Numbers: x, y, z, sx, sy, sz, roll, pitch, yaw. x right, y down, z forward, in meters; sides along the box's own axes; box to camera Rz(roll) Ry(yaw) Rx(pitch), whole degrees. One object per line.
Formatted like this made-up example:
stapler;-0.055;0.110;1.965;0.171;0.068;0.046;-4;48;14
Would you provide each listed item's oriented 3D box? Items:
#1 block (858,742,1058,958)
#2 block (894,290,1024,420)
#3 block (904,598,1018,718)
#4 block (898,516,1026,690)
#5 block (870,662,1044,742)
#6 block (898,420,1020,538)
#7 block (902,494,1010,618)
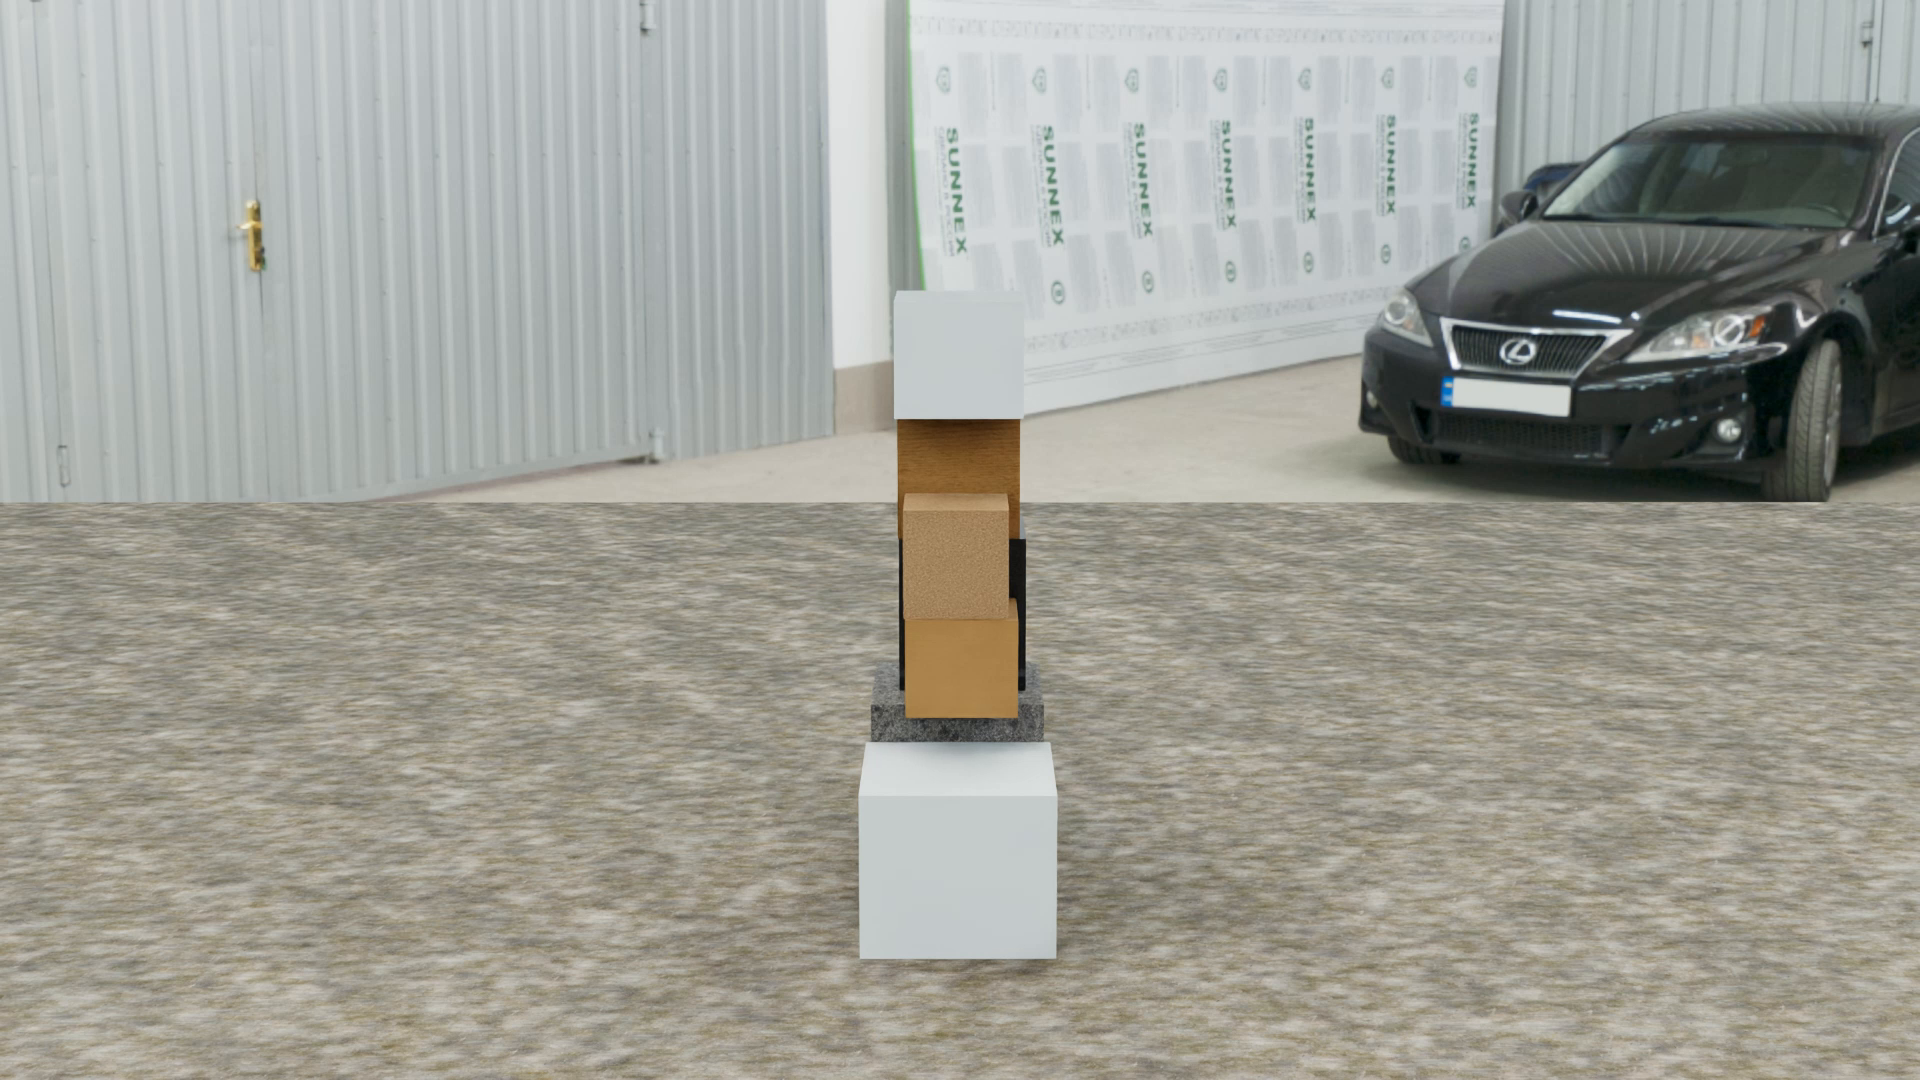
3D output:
block;-0.008;1.275;10.657;0.790;0.678;0.832;0;10;0
block;-0.004;-0.802;11.034;0.545;0.493;0.570;0;10;0
block;0.007;0.498;10.956;0.472;0.416;0.474;0;10;0
block;0.011;0.273;11.476;0.552;0.674;0.609;0;10;0
block;-0.011;1.047;11.457;0.742;0.842;0.804;0;10;0
block;-0.006;-0.328;11.353;0.529;0.554;0.564;0;10;0
block;-0.017;0.064;10.900;0.440;0.459;0.447;0;10;0
